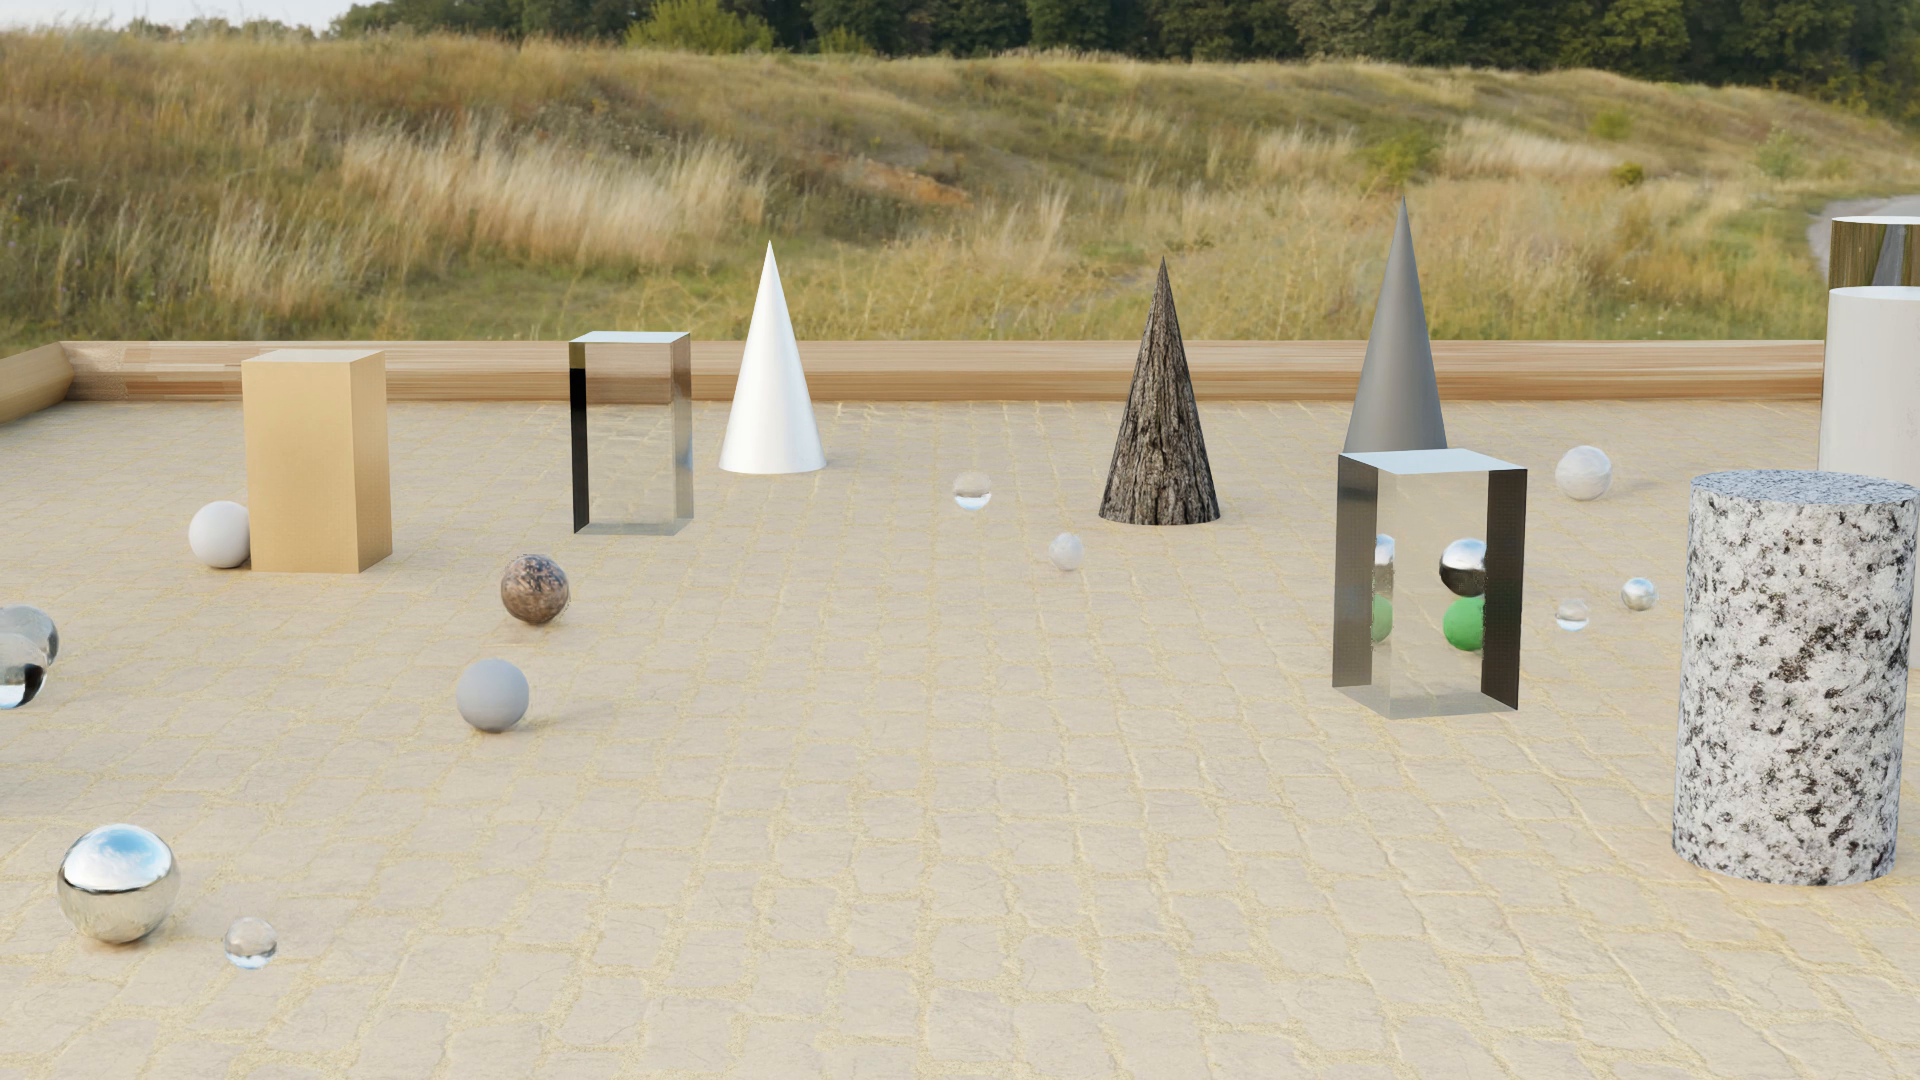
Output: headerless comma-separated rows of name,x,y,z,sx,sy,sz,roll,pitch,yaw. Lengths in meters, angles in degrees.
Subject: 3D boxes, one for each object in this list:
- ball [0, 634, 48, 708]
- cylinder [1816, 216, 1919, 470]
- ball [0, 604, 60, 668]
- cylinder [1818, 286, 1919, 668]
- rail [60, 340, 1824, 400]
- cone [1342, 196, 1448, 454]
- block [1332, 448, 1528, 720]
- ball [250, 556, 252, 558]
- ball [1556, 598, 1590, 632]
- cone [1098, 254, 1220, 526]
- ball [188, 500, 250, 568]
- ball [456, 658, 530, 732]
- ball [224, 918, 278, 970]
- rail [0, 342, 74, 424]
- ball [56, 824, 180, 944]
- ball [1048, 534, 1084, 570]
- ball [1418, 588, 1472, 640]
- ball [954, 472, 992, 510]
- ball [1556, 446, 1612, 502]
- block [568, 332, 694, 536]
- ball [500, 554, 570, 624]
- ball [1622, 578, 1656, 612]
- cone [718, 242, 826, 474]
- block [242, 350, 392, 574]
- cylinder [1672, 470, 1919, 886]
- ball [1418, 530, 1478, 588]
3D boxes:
ball,-1.093,0.150,2.944,0.086,0.086,0.086,0,10,0
cylinder,1.408,-0.233,3.879,0.200,0.499,0.200,0,10,0
ball,-1.129,0.123,3.078,0.091,0.091,0.091,0,10,0
cylinder,1.176,-0.083,3.200,0.200,0.450,0.200,0,10,0
rail,-0.013,-0.370,5.629,3.931,0.130,0.045,0,10,0
cone,0.827,-0.405,4.827,0.200,0.494,0.200,0,10,0
block,0.540,0.047,2.965,0.160,0.280,0.160,-3,11,-15
ball,-1.046,0.009,3.826,0.044,0.044,0.044,0,10,0
ball,0.798,0.098,3.342,0.043,0.043,0.043,0,10,0
cone,0.328,-0.252,4.177,0.200,0.428,0.200,0,10,0
ball,-1.080,-0.008,3.765,0.099,0.099,0.099,0,10,0
ball,-0.517,0.172,2.840,0.081,0.081,0.081,0,10,0
ball,-0.579,0.329,2.095,0.042,0.042,0.042,0,10,0
rail,-1.942,0.035,3.438,0.045,0.130,4.482,0,10,0
ball,-0.707,0.288,2.157,0.100,0.100,0.100,0,10,0
ball,0.156,0.017,3.755,0.053,0.053,0.053,0,10,0
ball,0.624,0.094,3.295,0.068,0.068,0.068,0,10,0
ball,0.020,-0.081,4.256,0.063,0.063,0.063,0,10,0
ball,1.056,-0.112,4.341,0.095,0.095,0.095,0,10,0
block,-0.521,-0.172,4.084,0.160,0.304,0.160,1,11,5
ball,-0.562,0.065,3.391,0.091,0.091,0.091,0,10,0
ball,0.918,0.074,3.469,0.046,0.046,0.046,0,10,0
cone,-0.346,-0.343,4.704,0.200,0.415,0.200,0,10,0
block,-0.945,-0.118,3.784,0.160,0.308,0.160,1,11,5
cylinder,0.771,0.122,2.375,0.200,0.348,0.200,0,10,0
ball,0.689,0.026,3.624,0.083,0.083,0.083,0,10,0
